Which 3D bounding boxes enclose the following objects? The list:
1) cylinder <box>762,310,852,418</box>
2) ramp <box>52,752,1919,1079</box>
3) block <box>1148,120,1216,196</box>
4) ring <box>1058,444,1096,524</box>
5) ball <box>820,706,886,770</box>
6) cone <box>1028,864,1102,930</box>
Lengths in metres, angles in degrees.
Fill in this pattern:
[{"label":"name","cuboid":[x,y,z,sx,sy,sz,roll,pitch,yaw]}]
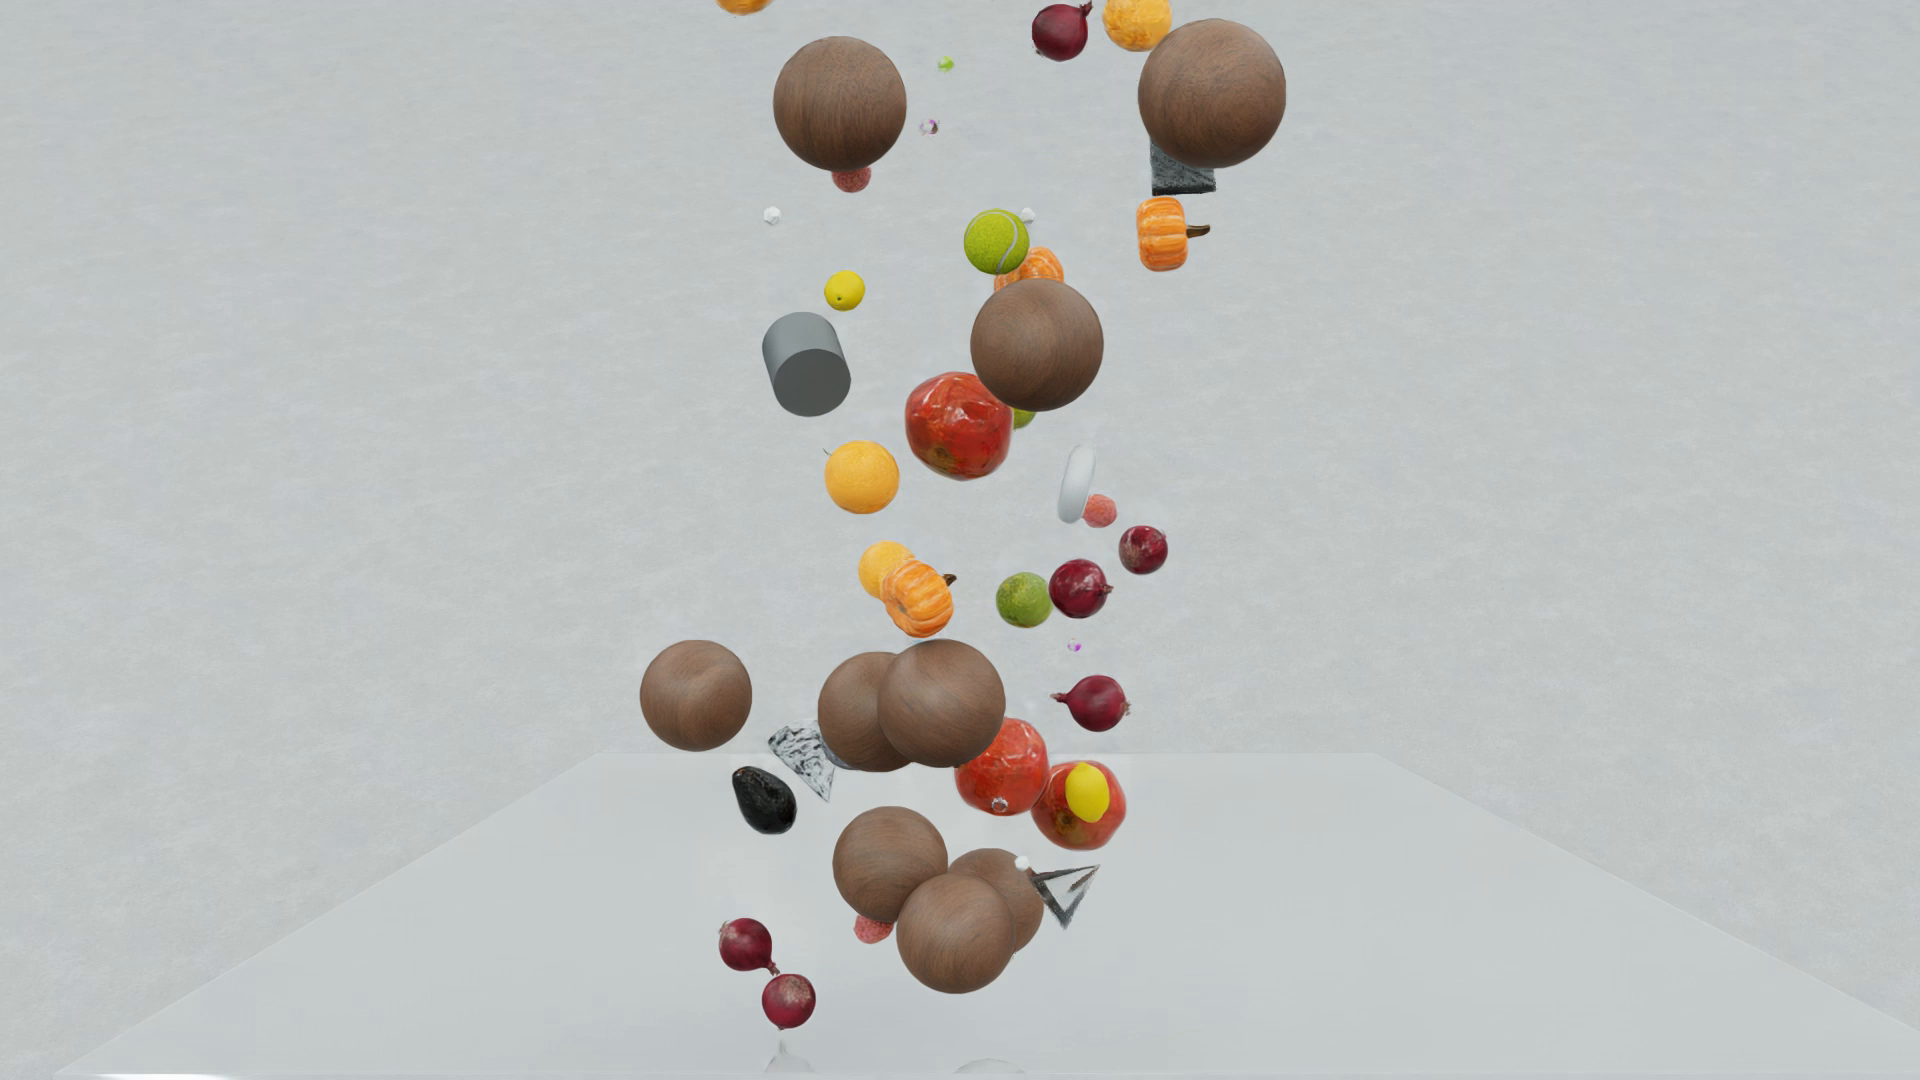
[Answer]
[{"label":"cylinder","cuboid":[-0.153,-0.175,2.574,0.077,0.077,0.077,-7,37,-11]},{"label":"ramp","cuboid":[0.067,0.598,4.656,2.000,0.100,4.000,0,0,0]},{"label":"block","cuboid":[0.229,-0.394,2.668,0.064,0.064,0.064,-4,19,5]},{"label":"ring","cuboid":[0.117,-0.056,2.593,0.027,0.081,0.081,14,31,3]},{"label":"ball","cuboid":[-0.117,0.217,2.838,0.071,0.071,0.071,0,30,0]},{"label":"cone","cuboid":[0.122,0.368,2.769,0.072,0.072,0.072,-34,37,-5]}]
